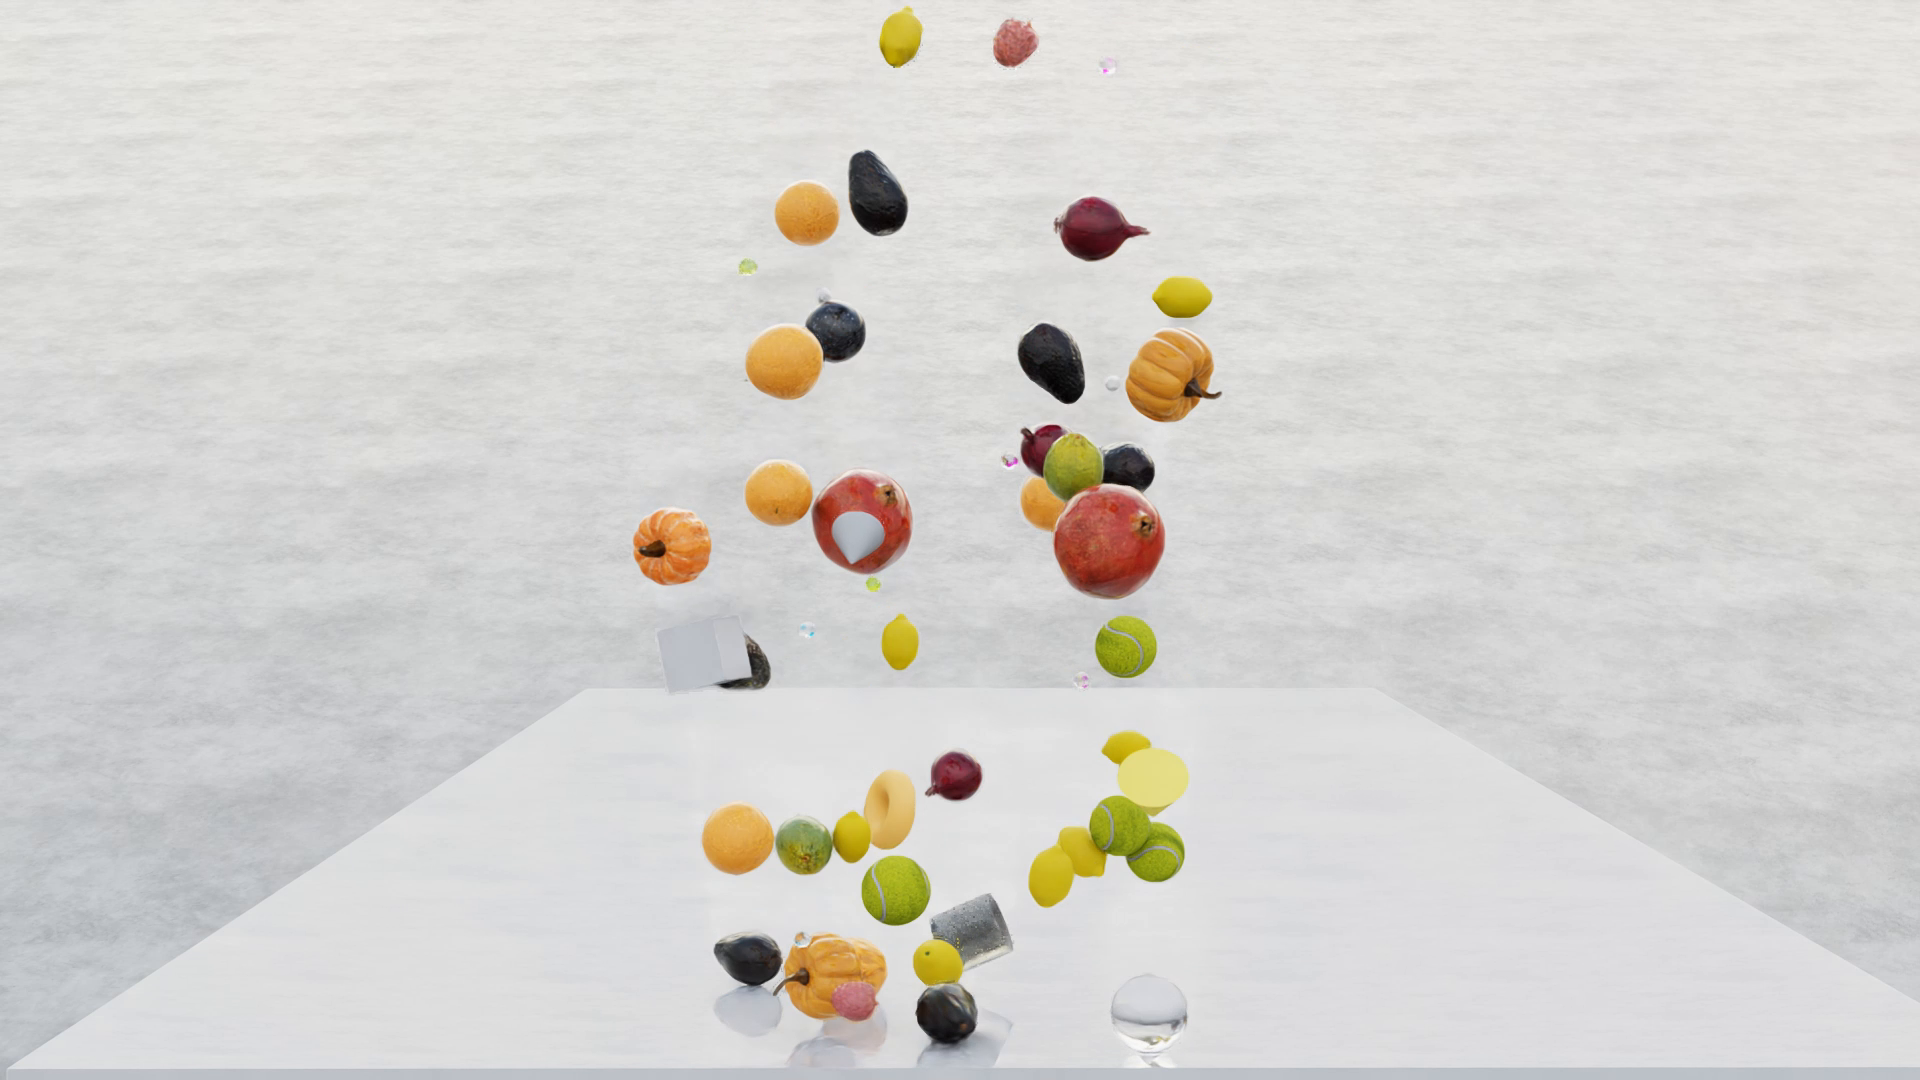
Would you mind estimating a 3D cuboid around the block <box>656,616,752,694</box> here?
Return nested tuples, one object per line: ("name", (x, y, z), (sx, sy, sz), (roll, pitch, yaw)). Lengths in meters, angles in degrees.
("block", (-0.246, 0.110, 2.484), (0.061, 0.061, 0.061), (-14, -4, 20))

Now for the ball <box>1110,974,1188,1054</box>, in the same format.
("ball", (0.192, 0.480, 2.608), (0.079, 0.079, 0.079), (0, 24, 0))

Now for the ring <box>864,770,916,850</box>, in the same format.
("ring", (-0.077, 0.294, 2.808), (0.029, 0.088, 0.088), (12, 17, -28))

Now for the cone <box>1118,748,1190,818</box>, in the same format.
("cone", (0.216, 0.288, 2.881), (0.079, 0.079, 0.079), (-2, 50, 2))

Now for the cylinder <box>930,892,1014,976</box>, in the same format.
("cylinder", (0.013, 0.449, 2.931), (0.072, 0.072, 0.072), (-24, 24, 6))

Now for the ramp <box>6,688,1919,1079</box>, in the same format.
("ramp", (0.055, 0.499, 4.546), (2.000, 0.100, 4.000), (0, 2, 0))

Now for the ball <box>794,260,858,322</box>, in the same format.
("ball", (-0.141, -0.262, 2.714), (0.066, 0.066, 0.066), (0, 24, 0))
